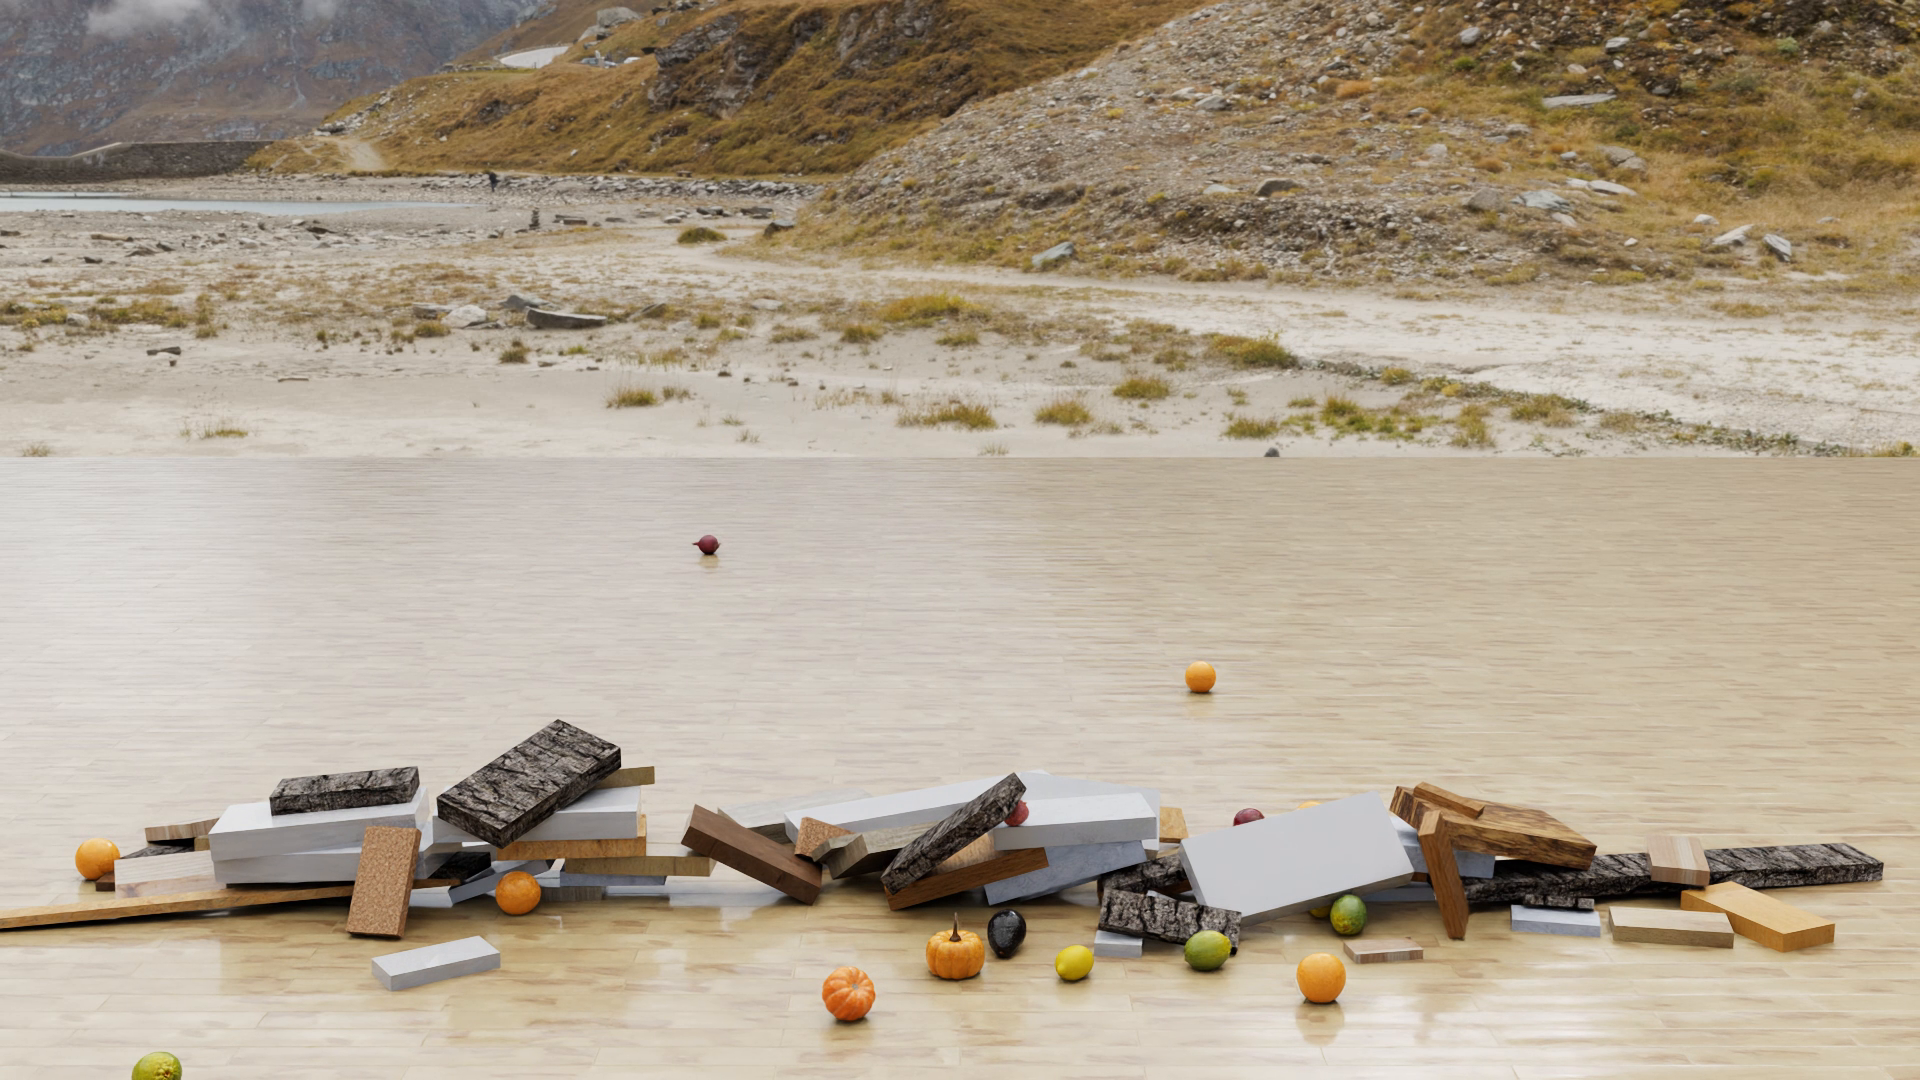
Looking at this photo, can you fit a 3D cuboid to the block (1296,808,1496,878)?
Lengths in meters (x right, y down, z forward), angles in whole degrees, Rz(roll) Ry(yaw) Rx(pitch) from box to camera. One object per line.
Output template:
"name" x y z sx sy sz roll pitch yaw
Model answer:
"block" 0.720 0.504 3.663 0.308 0.044 0.154 5 10 1

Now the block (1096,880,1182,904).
"block" 0.297 0.563 3.637 0.140 0.020 0.070 -14 14 8

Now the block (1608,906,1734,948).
"block" 1.124 0.612 3.479 0.179 0.025 0.090 2 11 11

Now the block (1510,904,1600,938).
"block" 0.951 0.609 3.514 0.136 0.019 0.068 2 11 13

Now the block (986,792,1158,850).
"block" 0.180 0.465 3.635 0.268 0.038 0.134 -3 11 -6

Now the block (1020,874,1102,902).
"block" 0.163 0.563 3.661 0.140 0.020 0.070 -16 11 0

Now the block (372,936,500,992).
"block" -0.793 0.641 3.331 0.171 0.024 0.085 -7 13 -33

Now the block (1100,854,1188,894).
"block" 0.303 0.550 3.596 0.139 0.020 0.070 -16 14 2

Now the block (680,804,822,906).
"block" -0.344 0.522 3.652 0.239 0.034 0.120 27 8 -7

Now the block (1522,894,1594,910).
"block" 0.967 0.590 3.555 0.109 0.015 0.054 2 -21 13

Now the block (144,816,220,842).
"block" -1.355 0.507 3.876 0.086 0.024 0.234 -9 -2 -39

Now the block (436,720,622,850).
"block" -0.704 0.397 3.605 0.141 0.040 0.282 20 34 28

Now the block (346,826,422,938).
"block" -0.915 0.542 3.495 0.086 0.171 0.024 2 -22 10

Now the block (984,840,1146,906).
"block" 0.169 0.531 3.658 0.268 0.038 0.134 -16 11 0

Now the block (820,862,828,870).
"block" -0.227 0.549 3.841 0.064 0.018 0.128 9 14 40

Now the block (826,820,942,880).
"block" -0.090 0.520 3.735 0.248 0.035 0.124 -4 -25 -38

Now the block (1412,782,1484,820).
"block" 0.805 0.428 3.620 0.109 0.015 0.054 21 11 23

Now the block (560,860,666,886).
"block" -0.576 0.552 3.675 0.172 0.024 0.086 0 11 -2

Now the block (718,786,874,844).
"block" -0.285 0.506 4.012 0.282 0.040 0.141 -5 12 -26

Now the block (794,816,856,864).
"block" -0.217 0.519 3.735 0.128 0.064 0.018 23 -24 -29

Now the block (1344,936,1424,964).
"block" 0.653 0.633 3.394 0.109 0.015 0.054 -2 11 -11

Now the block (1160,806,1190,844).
"block" 0.323 0.503 3.902 0.170 0.018 0.063 7 51 -24

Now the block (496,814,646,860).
"block" -0.642 0.492 3.647 0.239 0.034 0.120 -1 11 -7

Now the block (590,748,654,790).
"block" -0.643 0.395 3.740 0.226 0.032 0.113 -3 11 -20

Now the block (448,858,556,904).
"block" -0.757 0.551 3.653 0.172 0.024 0.086 -20 10 4

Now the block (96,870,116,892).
"block" -1.388 0.575 3.705 0.114 0.016 0.057 0 11 2

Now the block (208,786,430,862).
"block" -1.054 0.467 3.634 0.327 0.046 0.163 -5 10 -6

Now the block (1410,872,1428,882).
"block" 0.689 0.538 3.650 0.158 0.022 0.079 5 10 0

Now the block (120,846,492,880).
"block" -1.109 0.544 3.713 0.654 0.024 0.085 -1 6 15

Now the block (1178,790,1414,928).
"block" 0.539 0.517 3.532 0.342 0.044 0.154 -12 56 -12

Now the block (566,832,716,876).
"block" -0.527 0.523 3.671 0.239 0.034 0.120 1 11 3

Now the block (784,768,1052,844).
"block" -0.060 0.478 3.902 0.484 0.040 0.141 -8 8 -15

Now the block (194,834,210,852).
"block" -1.251 0.518 3.795 0.086 0.024 0.171 -1 -2 -2

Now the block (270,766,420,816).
"block" -1.026 0.419 3.675 0.226 0.032 0.113 -5 10 -6

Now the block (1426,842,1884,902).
"block" 1.172 0.558 3.696 0.786 0.031 0.109 -1 11 -13

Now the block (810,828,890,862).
"block" -0.181 0.514 3.709 0.128 0.018 0.064 -5 -24 -36

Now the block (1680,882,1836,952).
"block" 1.275 0.602 3.521 0.109 0.031 0.218 -5 12 -25

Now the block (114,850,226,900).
"block" -1.307 0.561 3.641 0.171 0.024 0.086 -4 44 -20

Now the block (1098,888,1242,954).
"block" 0.327 0.593 3.423 0.216 0.019 0.068 9 45 5

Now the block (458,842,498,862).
"block" -0.862 0.536 3.872 0.226 0.032 0.113 -4 11 -19

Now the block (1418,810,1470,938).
"block" 0.768 0.529 3.483 0.025 0.179 0.090 -14 12 22

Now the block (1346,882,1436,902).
"block" 0.708 0.578 3.670 0.158 0.022 0.079 0 11 -2

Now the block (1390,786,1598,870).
"block" 0.884 0.478 3.648 0.308 0.044 0.154 12 11 -24

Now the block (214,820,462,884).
"block" -1.023 0.514 3.627 0.360 0.046 0.163 -3 10 8

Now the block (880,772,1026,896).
"block" -0.010 0.474 3.552 0.248 0.035 0.124 -37 3 21

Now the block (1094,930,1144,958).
"block" 0.253 0.619 3.458 0.073 0.021 0.148 2 11 8

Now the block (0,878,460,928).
"block" -1.216 0.584 3.572 0.792 0.016 0.057 -4 6 -11

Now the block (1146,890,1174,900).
"block" 0.317 0.596 3.501 0.068 0.019 0.136 21 13 13

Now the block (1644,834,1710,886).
"block" 1.197 0.533 3.677 0.090 0.025 0.179 4 11 12

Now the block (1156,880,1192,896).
"block" 0.386 0.557 3.667 0.169 0.024 0.085 -15 11 1

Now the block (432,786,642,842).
"block" -0.697 0.451 3.649 0.327 0.046 0.163 -1 11 -5

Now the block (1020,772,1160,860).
"block" 0.223 0.481 3.839 0.247 0.035 0.124 8 51 -3

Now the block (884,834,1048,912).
"block" 0.008 0.539 3.647 0.268 0.038 0.134 -16 11 0

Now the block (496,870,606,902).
"block" -0.680 0.577 3.673 0.172 0.024 0.086 0 11 -1
